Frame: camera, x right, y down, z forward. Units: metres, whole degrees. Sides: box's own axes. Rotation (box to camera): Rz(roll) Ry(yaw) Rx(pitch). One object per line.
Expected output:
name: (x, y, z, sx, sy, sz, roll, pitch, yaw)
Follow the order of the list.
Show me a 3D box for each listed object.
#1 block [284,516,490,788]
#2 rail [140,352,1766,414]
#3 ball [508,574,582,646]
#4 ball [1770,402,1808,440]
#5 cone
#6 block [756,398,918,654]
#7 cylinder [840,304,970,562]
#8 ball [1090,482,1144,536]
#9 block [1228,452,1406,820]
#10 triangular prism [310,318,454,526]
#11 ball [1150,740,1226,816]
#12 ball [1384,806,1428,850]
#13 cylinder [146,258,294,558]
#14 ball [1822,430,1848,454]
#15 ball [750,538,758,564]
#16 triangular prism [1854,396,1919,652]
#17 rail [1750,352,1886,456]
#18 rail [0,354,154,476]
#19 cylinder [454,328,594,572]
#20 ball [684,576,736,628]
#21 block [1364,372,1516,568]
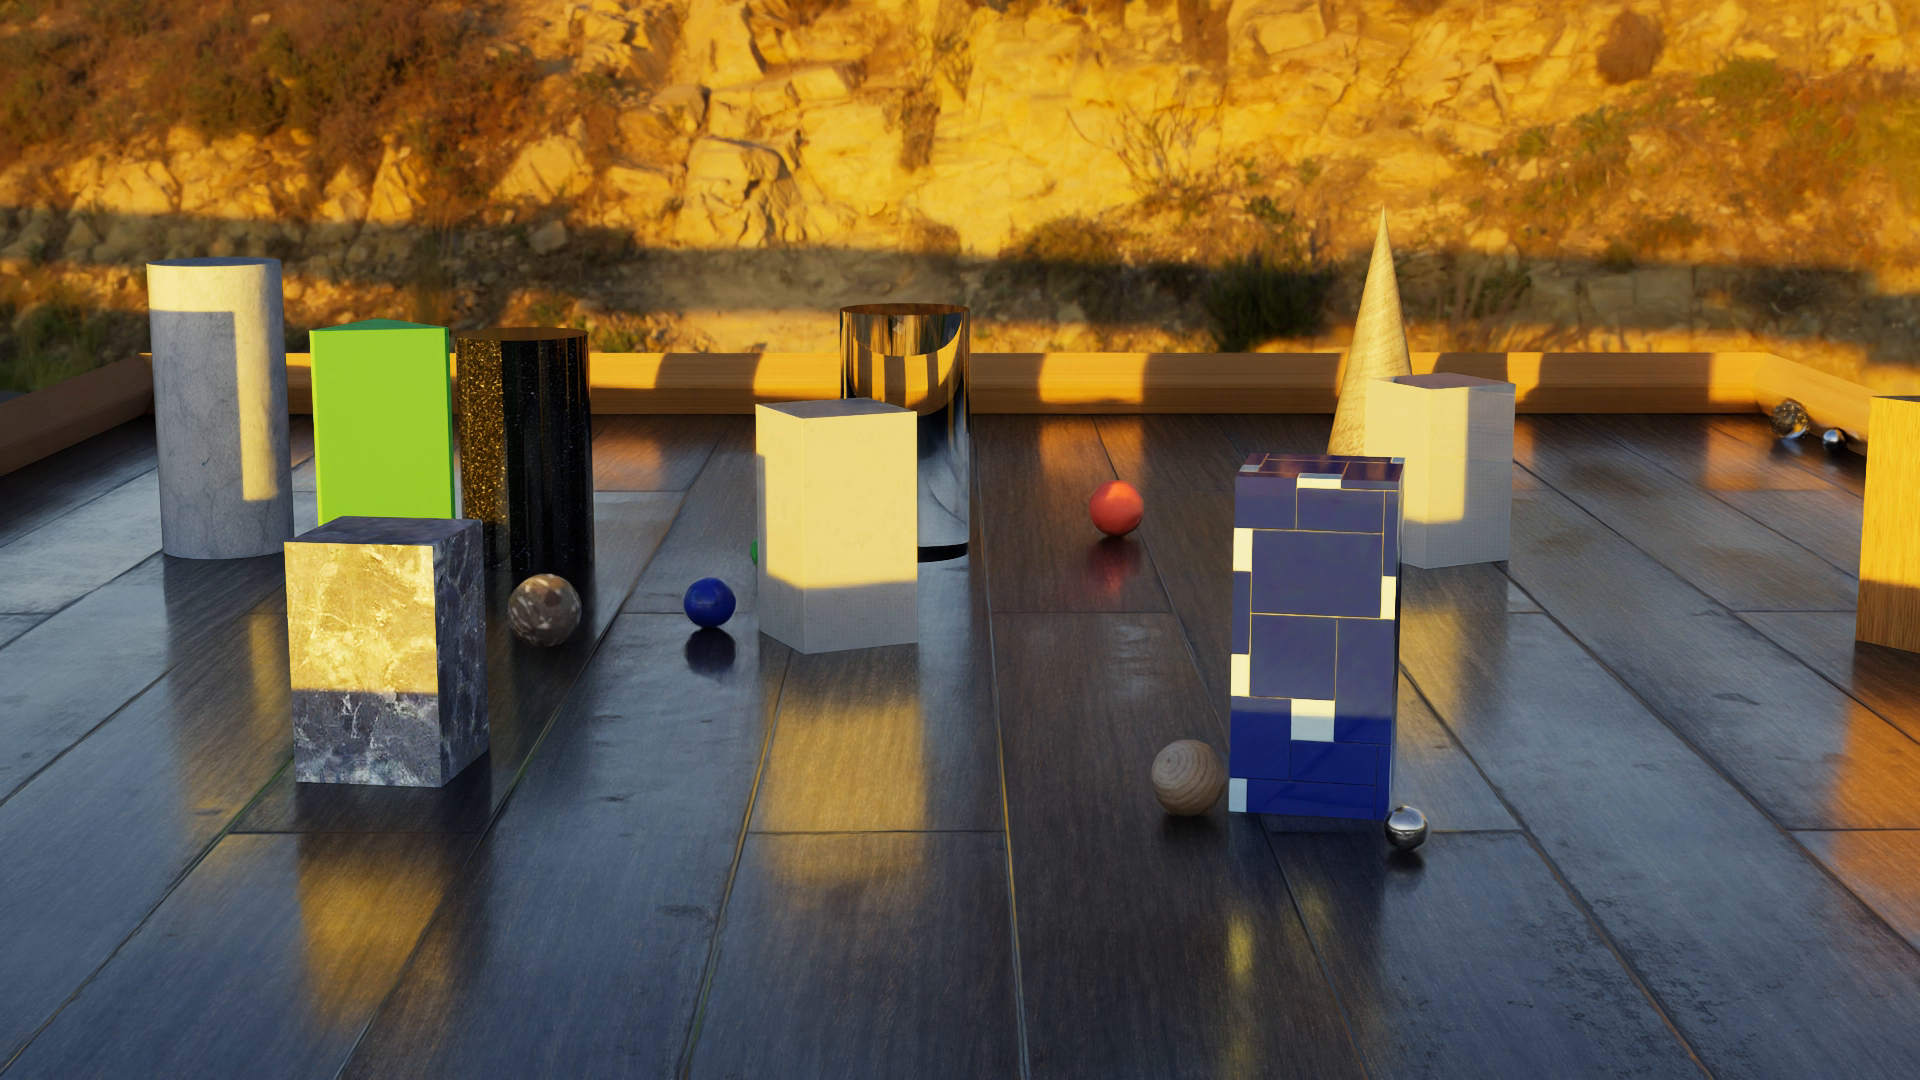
block: (-0.595, 0.113, 2.680, 0.156, 0.250, 0.156, 1, 11, 8)
rail: (-0.011, -0.326, 5.380, 3.422, 0.126, 0.045, 0, 11, 0)
ball: (-0.525, 0.088, 3.247, 0.092, 0.092, 0.092, 0, 11, 0)
ball: (1.628, -0.234, 5.037, 0.073, 0.073, 0.073, 0, 11, 0)
cone: (0.740, -0.348, 4.524, 0.194, 0.485, 0.194, 0, 11, 0)
block: (-0.158, -0.022, 3.280, 0.156, 0.297, 0.156, -5, 12, -25)
cylinder: (-0.082, -0.164, 3.854, 0.194, 0.366, 0.194, 0, 11, 0)
ball: (0.244, -0.049, 4.003, 0.086, 0.086, 0.086, 0, 11, 0)
block: (0.358, 0.092, 2.562, 0.156, 0.335, 0.156, 2, 11, 12)
triangular prism: (-0.750, -0.085, 3.348, 0.168, 0.395, 0.146, -2, 11, -12)
ball: (0.224, 0.233, 2.516, 0.075, 0.075, 0.075, 0, 11, 0)
ball: (0.419, 0.270, 2.407, 0.041, 0.041, 0.041, 0, 11, 0)
cylinder: (-1.116, -0.203, 3.879, 0.194, 0.434, 0.194, 0, 11, 0)
ball: (1.655, -0.187, 4.856, 0.046, 0.046, 0.046, 0, 11, 0)
ball: (-0.284, 0.016, 3.755, 0.049, 0.049, 0.049, 0, 11, 0)
triangular prism: (1.256, -0.022, 3.238, 0.146, 0.313, 0.168, -7, 13, -35)
rail: (1.687, 0.031, 3.459, 0.045, 0.126, 3.975, 0, 11, 0)
rail: (-1.687, 0.034, 3.439, 0.045, 0.126, 3.975, 0, 11, 0)
cylinder: (-0.643, -0.138, 3.797, 0.194, 0.336, 0.194, 0, 11, 0)
ball: (-0.327, 0.082, 3.351, 0.068, 0.068, 0.068, 0, 11, 0)
block: (0.712, -0.106, 3.827, 0.156, 0.264, 0.156, -5, 12, -27)
